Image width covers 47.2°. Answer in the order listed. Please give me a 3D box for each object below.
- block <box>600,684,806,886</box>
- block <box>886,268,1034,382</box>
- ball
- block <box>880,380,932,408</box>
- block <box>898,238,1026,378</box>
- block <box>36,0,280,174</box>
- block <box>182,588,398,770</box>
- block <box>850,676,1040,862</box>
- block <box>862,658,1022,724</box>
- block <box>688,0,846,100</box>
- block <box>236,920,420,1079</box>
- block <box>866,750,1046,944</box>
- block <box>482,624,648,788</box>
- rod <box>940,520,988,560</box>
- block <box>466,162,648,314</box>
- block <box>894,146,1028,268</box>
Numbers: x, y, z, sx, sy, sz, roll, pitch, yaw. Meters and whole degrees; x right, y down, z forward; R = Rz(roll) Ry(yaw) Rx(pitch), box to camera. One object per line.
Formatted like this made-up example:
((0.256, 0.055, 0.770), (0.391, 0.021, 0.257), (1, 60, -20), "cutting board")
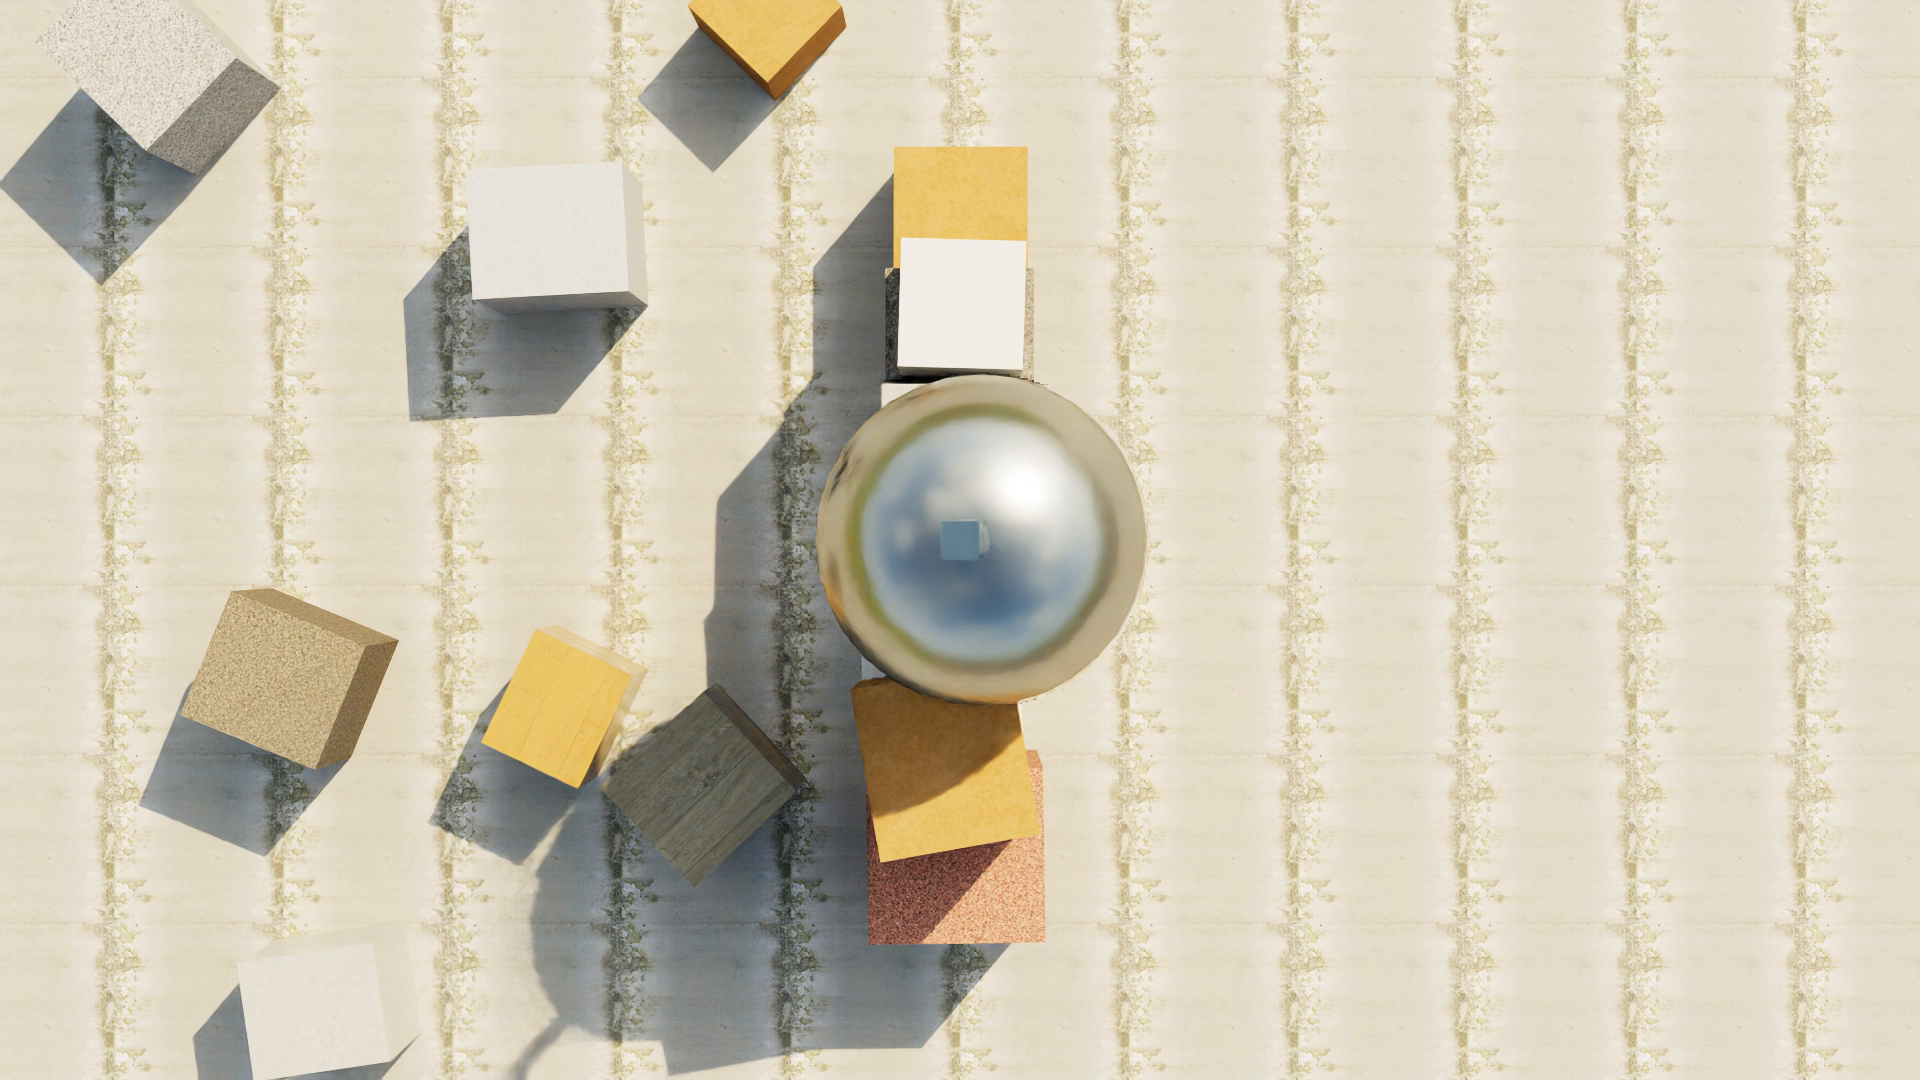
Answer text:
((-1.460, 1.393, 12.637), (0.786, 0.726, 0.767), (-43, 90, 0), "block")
((-0.002, -1.055, 12.547), (0.817, 0.907, 0.884), (0, 90, 0), "block")
((0.102, 0.000, 10.607), (1.600, 1.600, 1.600), (0, 90, 0), "ball")
((-0.023, -0.452, 11.779), (0.787, 0.659, 0.780), (1, 96, 0), "block")
((0.010, -1.222, 11.731), (0.647, 0.725, 0.663), (2, 90, 0), "block")
((-4.571, -2.716, 12.594), (0.862, 0.811, 0.719), (44, 90, 0), "block")
((-3.832, 0.783, 12.634), (0.812, 0.733, 0.746), (22, 90, 0), "block")
((-0.074, 1.127, 11.555), (0.821, 0.901, 0.885), (-10, 89, 0), "block")
((-0.100, 0.764, 12.507), (0.869, 0.986, 0.954), (-2, 90, 0), "block")
((-1.108, -3.034, 12.736), (0.632, 0.528, 0.608), (44, 90, 0), "block")
((-3.614, 2.638, 12.644), (0.767, 0.712, 0.672), (-8, 90, 0), "block")
((-0.023, 1.725, 12.502), (0.966, 0.996, 0.956), (-1, 90, 0), "block")
((-2.262, 0.949, 12.670), (0.603, 0.659, 0.704), (26, 90, 0), "block")
((0.044, 0.000, 7.208), (0.080, 5.200, 0.080), (0, 90, 1), "rod")
((-2.293, -1.720, 12.607), (0.868, 0.786, 0.722), (-3, 90, 0), "block")
((0.004, -1.852, 12.640), (0.747, 0.720, 0.690), (0, 90, 0), "block")
